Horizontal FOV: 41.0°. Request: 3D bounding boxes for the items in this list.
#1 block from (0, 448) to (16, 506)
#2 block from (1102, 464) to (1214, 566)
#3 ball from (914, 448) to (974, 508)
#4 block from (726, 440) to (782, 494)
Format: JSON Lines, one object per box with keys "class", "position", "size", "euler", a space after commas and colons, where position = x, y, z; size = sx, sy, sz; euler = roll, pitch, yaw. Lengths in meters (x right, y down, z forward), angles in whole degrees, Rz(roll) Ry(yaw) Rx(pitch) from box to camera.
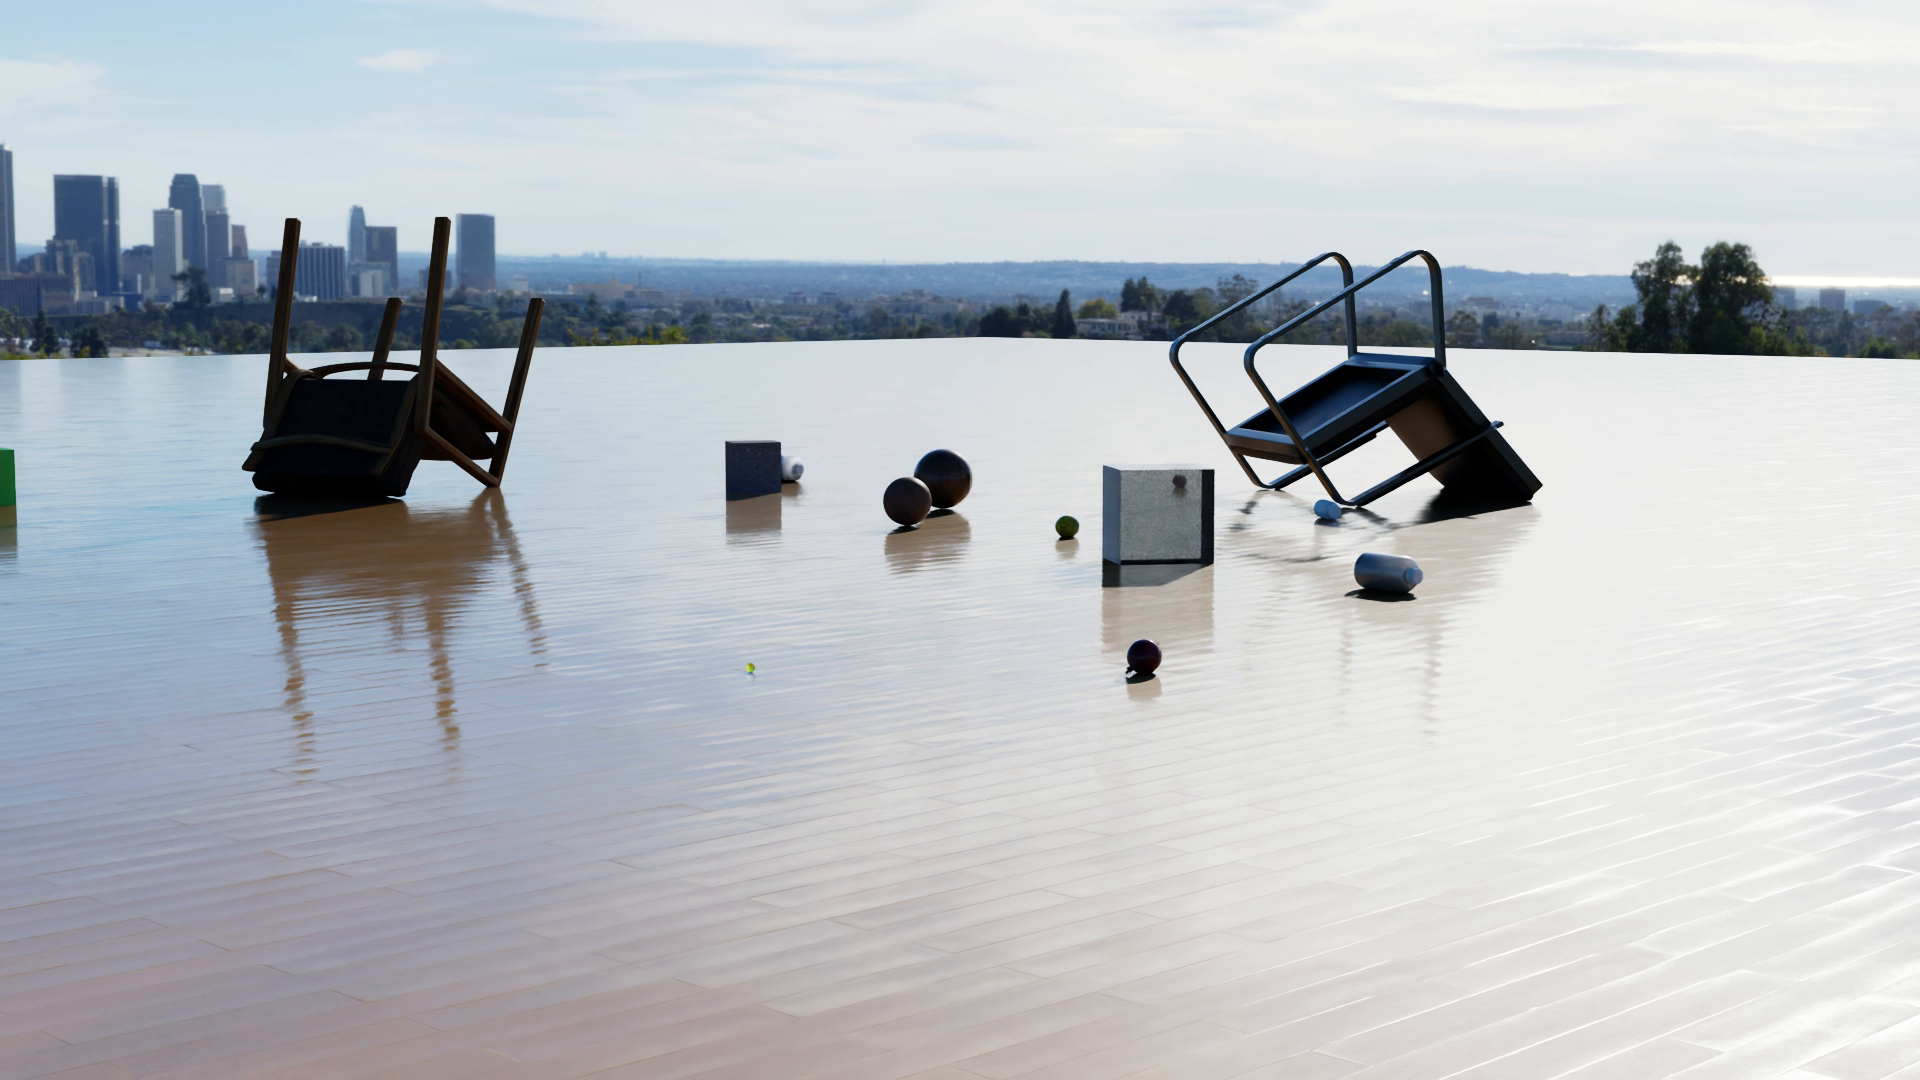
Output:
{"class": "block", "position": [-2.860, -0.183, 7.407], "size": [0.204, 0.160, 0.197], "euler": [-4, 7, -36]}
{"class": "block", "position": [0.458, -0.061, 5.945], "size": [0.220, 0.218, 0.180], "euler": [-1, 6, -10]}
{"class": "ball", "position": [-0.047, -0.174, 7.269], "size": [0.171, 0.171, 0.171], "euler": [0, 6, 0]}
{"class": "block", "position": [-0.633, -0.225, 7.851], "size": [0.150, 0.153, 0.112], "euler": [-2, 6, -17]}
